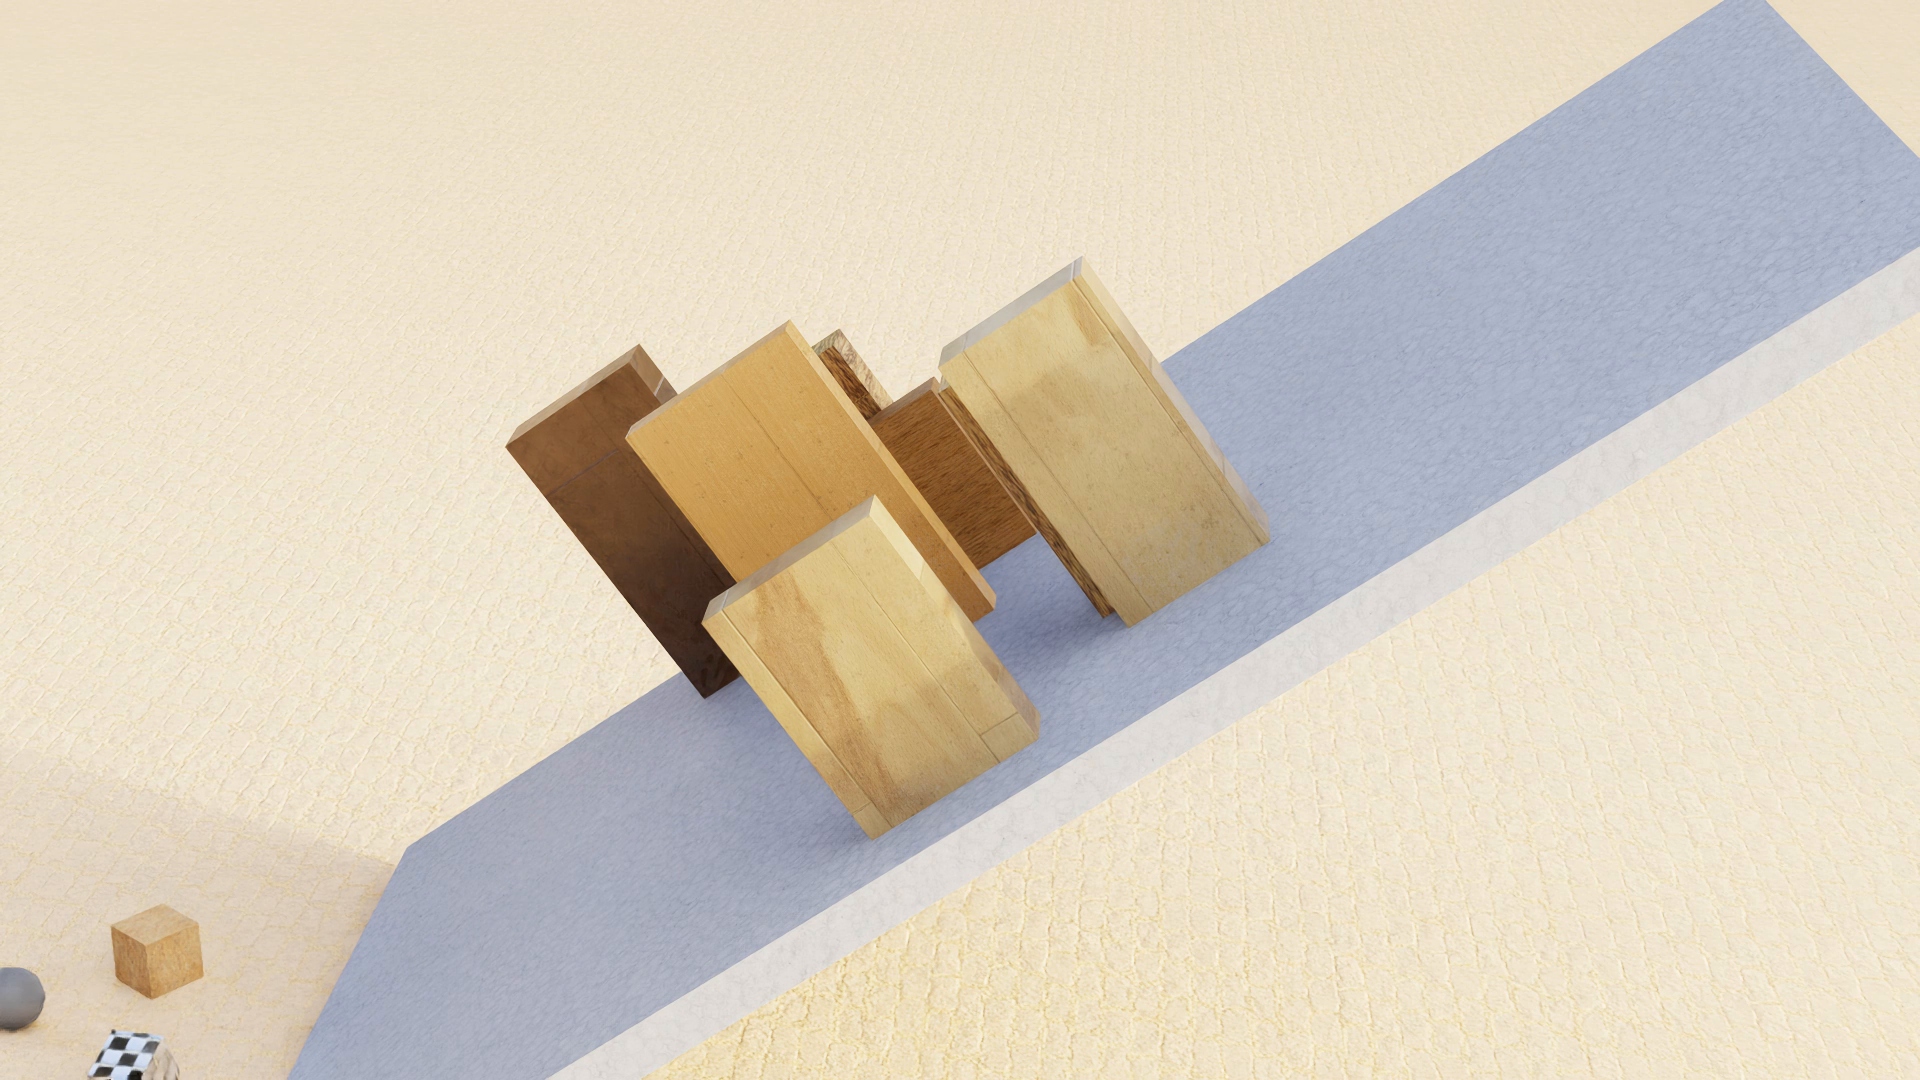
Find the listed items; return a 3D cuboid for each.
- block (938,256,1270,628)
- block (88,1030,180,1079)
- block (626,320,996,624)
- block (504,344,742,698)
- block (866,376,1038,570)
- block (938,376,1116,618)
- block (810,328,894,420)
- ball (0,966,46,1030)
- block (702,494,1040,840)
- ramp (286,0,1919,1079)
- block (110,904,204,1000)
[{"bbox_3d":[0.280,-0.184,5.636,0.327,0.640,0.128,-33,16,15],"label":"block"},{"bbox_3d":[-1.881,1.215,6.699,0.130,0.130,0.130,3,43,14],"label":"block"},{"bbox_3d":[-0.315,-0.048,6.316,0.426,0.758,0.081,-33,16,15],"label":"block"},{"bbox_3d":[-0.691,-0.040,7.066,0.374,0.786,0.144,-33,16,15],"label":"block"},{"bbox_3d":[-0.116,-0.080,6.636,0.426,0.410,0.094,-33,16,15],"label":"block"},{"bbox_3d":[0.247,-0.168,5.798,0.300,0.568,0.147,-33,16,15],"label":"block"},{"bbox_3d":[-0.290,-0.135,6.870,0.423,0.573,0.129,-33,16,15],"label":"block"},{"bbox_3d":[-2.267,1.096,7.030,0.152,0.152,0.152,0,21,0],"label":"ball"},{"bbox_3d":[-0.163,0.244,5.537,0.387,0.542,0.108,-33,16,15],"label":"block"},{"bbox_3d":[0.135,0.174,6.307,4.000,0.100,2.000,-33,16,15],"label":"ramp"},{"bbox_3d":[-1.977,1.012,7.243,0.151,0.151,0.151,18,28,38],"label":"block"}]
